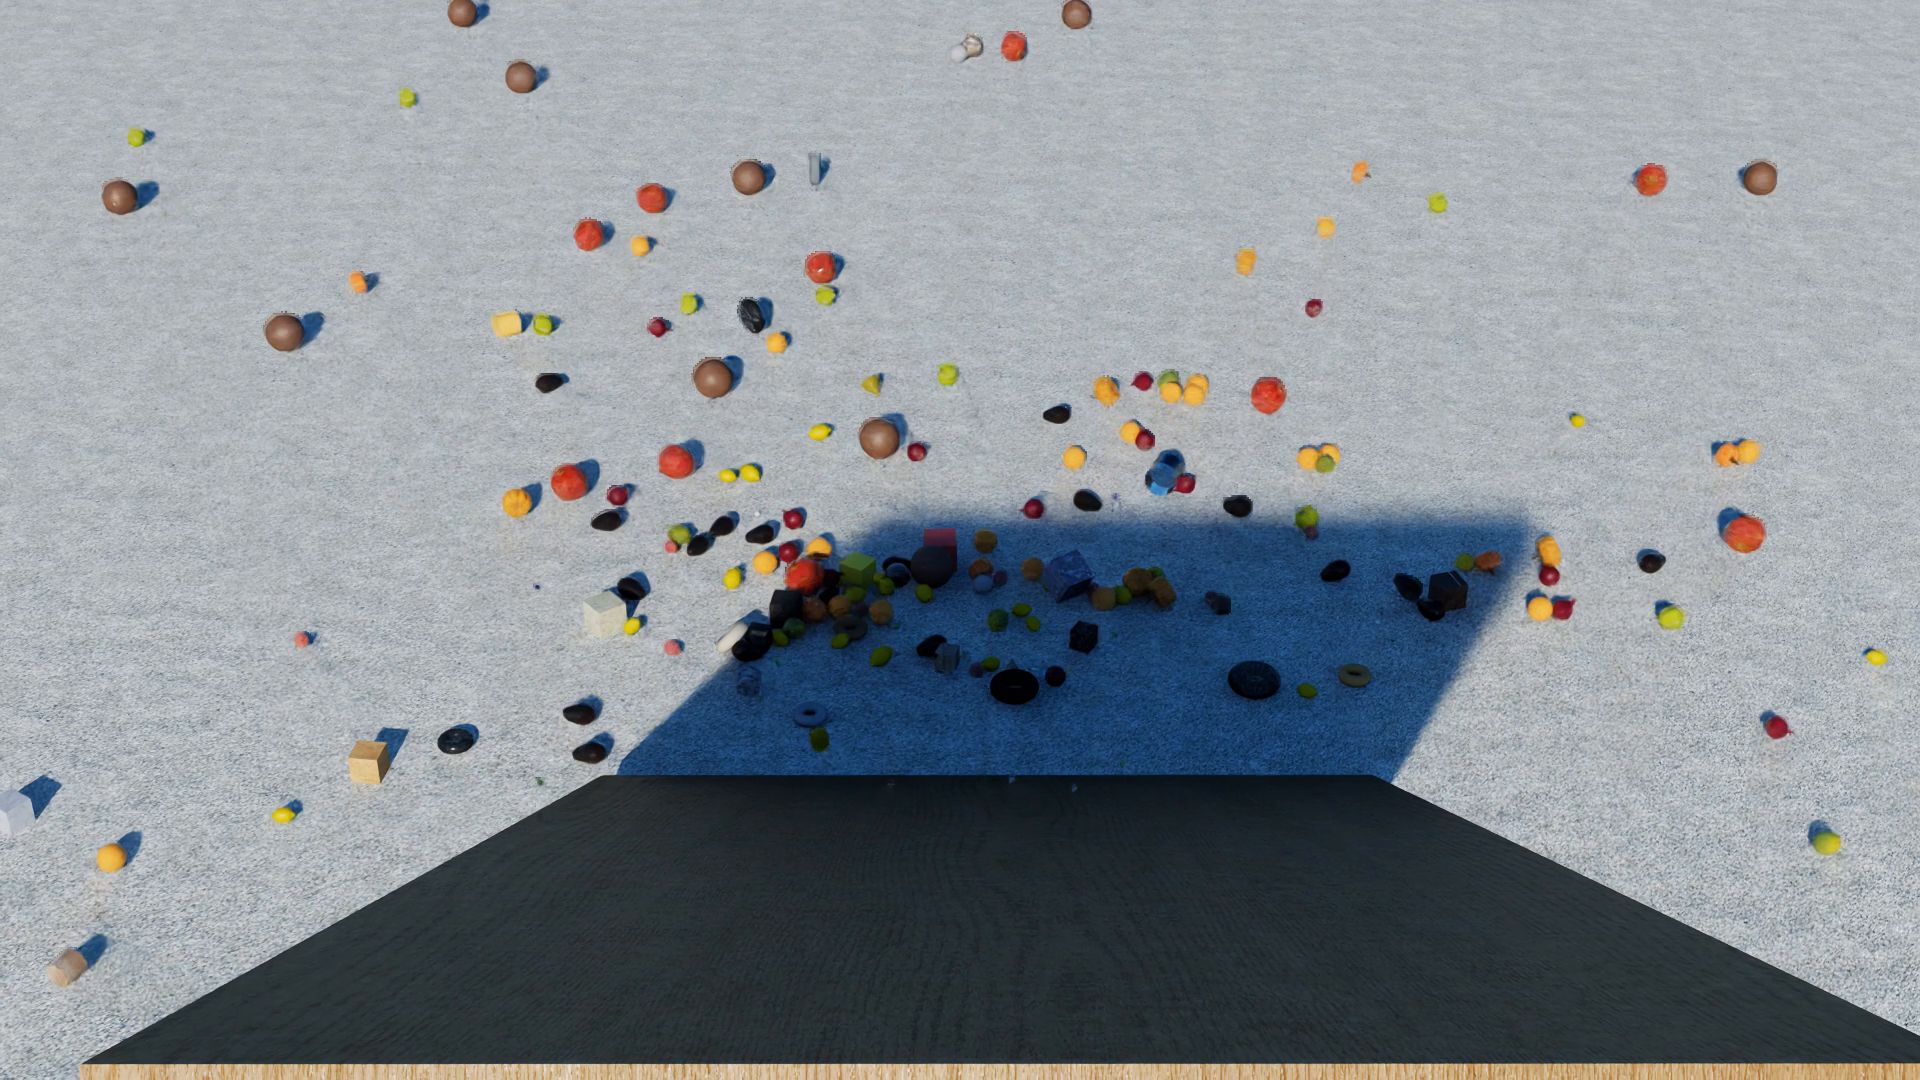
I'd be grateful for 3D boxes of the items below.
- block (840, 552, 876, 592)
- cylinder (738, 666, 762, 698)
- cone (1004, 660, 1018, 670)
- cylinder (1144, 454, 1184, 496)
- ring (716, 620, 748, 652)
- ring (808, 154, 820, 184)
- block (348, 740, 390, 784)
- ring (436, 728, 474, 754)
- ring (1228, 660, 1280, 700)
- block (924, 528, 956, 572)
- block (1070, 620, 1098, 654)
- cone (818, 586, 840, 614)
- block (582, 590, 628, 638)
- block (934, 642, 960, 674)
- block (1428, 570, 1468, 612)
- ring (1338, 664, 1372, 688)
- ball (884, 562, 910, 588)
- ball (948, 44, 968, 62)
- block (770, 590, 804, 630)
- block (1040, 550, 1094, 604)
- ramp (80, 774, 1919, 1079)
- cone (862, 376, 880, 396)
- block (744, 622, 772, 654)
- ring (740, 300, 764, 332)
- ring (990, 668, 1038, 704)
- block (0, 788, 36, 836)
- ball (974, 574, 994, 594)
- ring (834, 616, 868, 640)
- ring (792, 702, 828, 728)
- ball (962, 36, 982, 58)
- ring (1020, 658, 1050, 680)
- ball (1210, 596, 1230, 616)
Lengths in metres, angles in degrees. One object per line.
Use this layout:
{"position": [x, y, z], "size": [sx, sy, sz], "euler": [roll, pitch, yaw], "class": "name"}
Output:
{"position": [-0.300, 0.094, 7.630], "size": [0.077, 0.077, 0.077], "euler": [19, 37, 27], "class": "block"}
{"position": [-0.583, 0.393, 7.172], "size": [0.062, 0.062, 0.062], "euler": [0, 32, 0], "class": "cylinder"}
{"position": [0.145, 0.352, 7.244], "size": [0.053, 0.053, 0.053], "euler": [0, 32, 0], "class": "cone"}
{"position": [0.636, -0.203, 8.083], "size": [0.096, 0.096, 0.096], "euler": [13, 34, 19], "class": "cylinder"}
{"position": [-0.643, 0.271, 7.331], "size": [0.039, 0.117, 0.117], "euler": [44, 38, -6], "class": "ring"}
{"position": [-0.561, -1.429, 9.995], "size": [0.039, 0.118, 0.118], "euler": [1, 32, -8], "class": "ring"}
{"position": [-1.561, 0.587, 6.849], "size": [0.079, 0.079, 0.079], "euler": [4, 33, 7], "class": "block"}
{"position": [-1.356, 0.541, 6.966], "size": [0.098, 0.033, 0.098], "euler": [-1, 32, 1], "class": "ring"}
{"position": [0.817, 0.388, 7.193], "size": [0.147, 0.049, 0.147], "euler": [1, 33, -1], "class": "ring"}
{"position": [-0.059, 0.032, 7.713], "size": [0.094, 0.094, 0.094], "euler": [-1, 32, -2], "class": "block"}
{"position": [0.351, 0.276, 7.360], "size": [0.060, 0.060, 0.060], "euler": [15, 35, 22], "class": "block"}
{"position": [-0.366, 0.185, 7.528], "size": [0.071, 0.071, 0.071], "euler": [-18, 63, -26], "class": "cone"}
{"position": [-1.017, 0.214, 7.431], "size": [0.088, 0.088, 0.088], "euler": [-23, 39, -32], "class": "block"}
{"position": [-0.036, 0.330, 7.275], "size": [0.057, 0.057, 0.057], "euler": [8, 33, 13], "class": "block"}
{"position": [1.419, 0.150, 7.539], "size": [0.080, 0.080, 0.080], "euler": [-10, 34, -15], "class": "block"}
{"position": [1.100, 0.377, 7.226], "size": [0.094, 0.031, 0.094], "euler": [-1, 31, 0], "class": "ring"}
{"position": [-0.184, 0.104, 7.617], "size": [0.075, 0.075, 0.075], "euler": [0, 32, 0], "class": "ball"}
{"position": [-0.008, -2.075, 11.057], "size": [0.080, 0.080, 0.080], "euler": [0, 32, 0], "class": "ball"}
{"position": [-0.500, 0.200, 7.460], "size": [0.080, 0.080, 0.080], "euler": [4, 33, 7], "class": "block"}
{"position": [0.313, 0.107, 7.558], "size": [0.098, 0.098, 0.098], "euler": [-22, 68, -30], "class": "block"}
{"position": [0.072, 0.631, 4.729], "size": [2.000, 0.100, 4.000], "euler": [0, -1, 0], "class": "ramp"}
{"position": [-0.283, -0.502, 8.616], "size": [0.066, 0.066, 0.066], "euler": [-17, 63, -25], "class": "cone"}
{"position": [-0.571, 0.278, 7.356], "size": [0.060, 0.060, 0.060], "euler": [9, 33, 14], "class": "block"}
{"position": [-0.718, -0.773, 8.955], "size": [0.041, 0.123, 0.123], "euler": [-26, 40, -26], "class": "ring"}
{"position": [0.150, 0.405, 7.169], "size": [0.136, 0.045, 0.136], "euler": [-1, 33, 1], "class": "ring"}
{"position": [-2.441, 0.701, 6.673], "size": [0.075, 0.075, 0.075], "euler": [21, 38, 29], "class": "block"}
{"position": [0.068, 0.130, 7.589], "size": [0.060, 0.060, 0.060], "euler": [0, 32, 0], "class": "ball"}
{"position": [-0.314, 0.253, 7.421], "size": [0.098, 0.033, 0.098], "euler": [-1, 33, 0], "class": "ring"}
{"position": [-0.409, 0.476, 7.070], "size": [0.094, 0.031, 0.094], "euler": [-1, 34, 0], "class": "ring"}
{"position": [0.051, -2.114, 11.106], "size": [0.092, 0.092, 0.092], "euler": [0, 32, 0], "class": "ball"}
{"position": [0.208, 0.363, 7.251], "size": [0.087, 0.029, 0.087], "euler": [-1, 33, 0], "class": "ring"}
{"position": [0.753, 0.189, 7.499], "size": [0.056, 0.056, 0.056], "euler": [0, 32, 0], "class": "ball"}
